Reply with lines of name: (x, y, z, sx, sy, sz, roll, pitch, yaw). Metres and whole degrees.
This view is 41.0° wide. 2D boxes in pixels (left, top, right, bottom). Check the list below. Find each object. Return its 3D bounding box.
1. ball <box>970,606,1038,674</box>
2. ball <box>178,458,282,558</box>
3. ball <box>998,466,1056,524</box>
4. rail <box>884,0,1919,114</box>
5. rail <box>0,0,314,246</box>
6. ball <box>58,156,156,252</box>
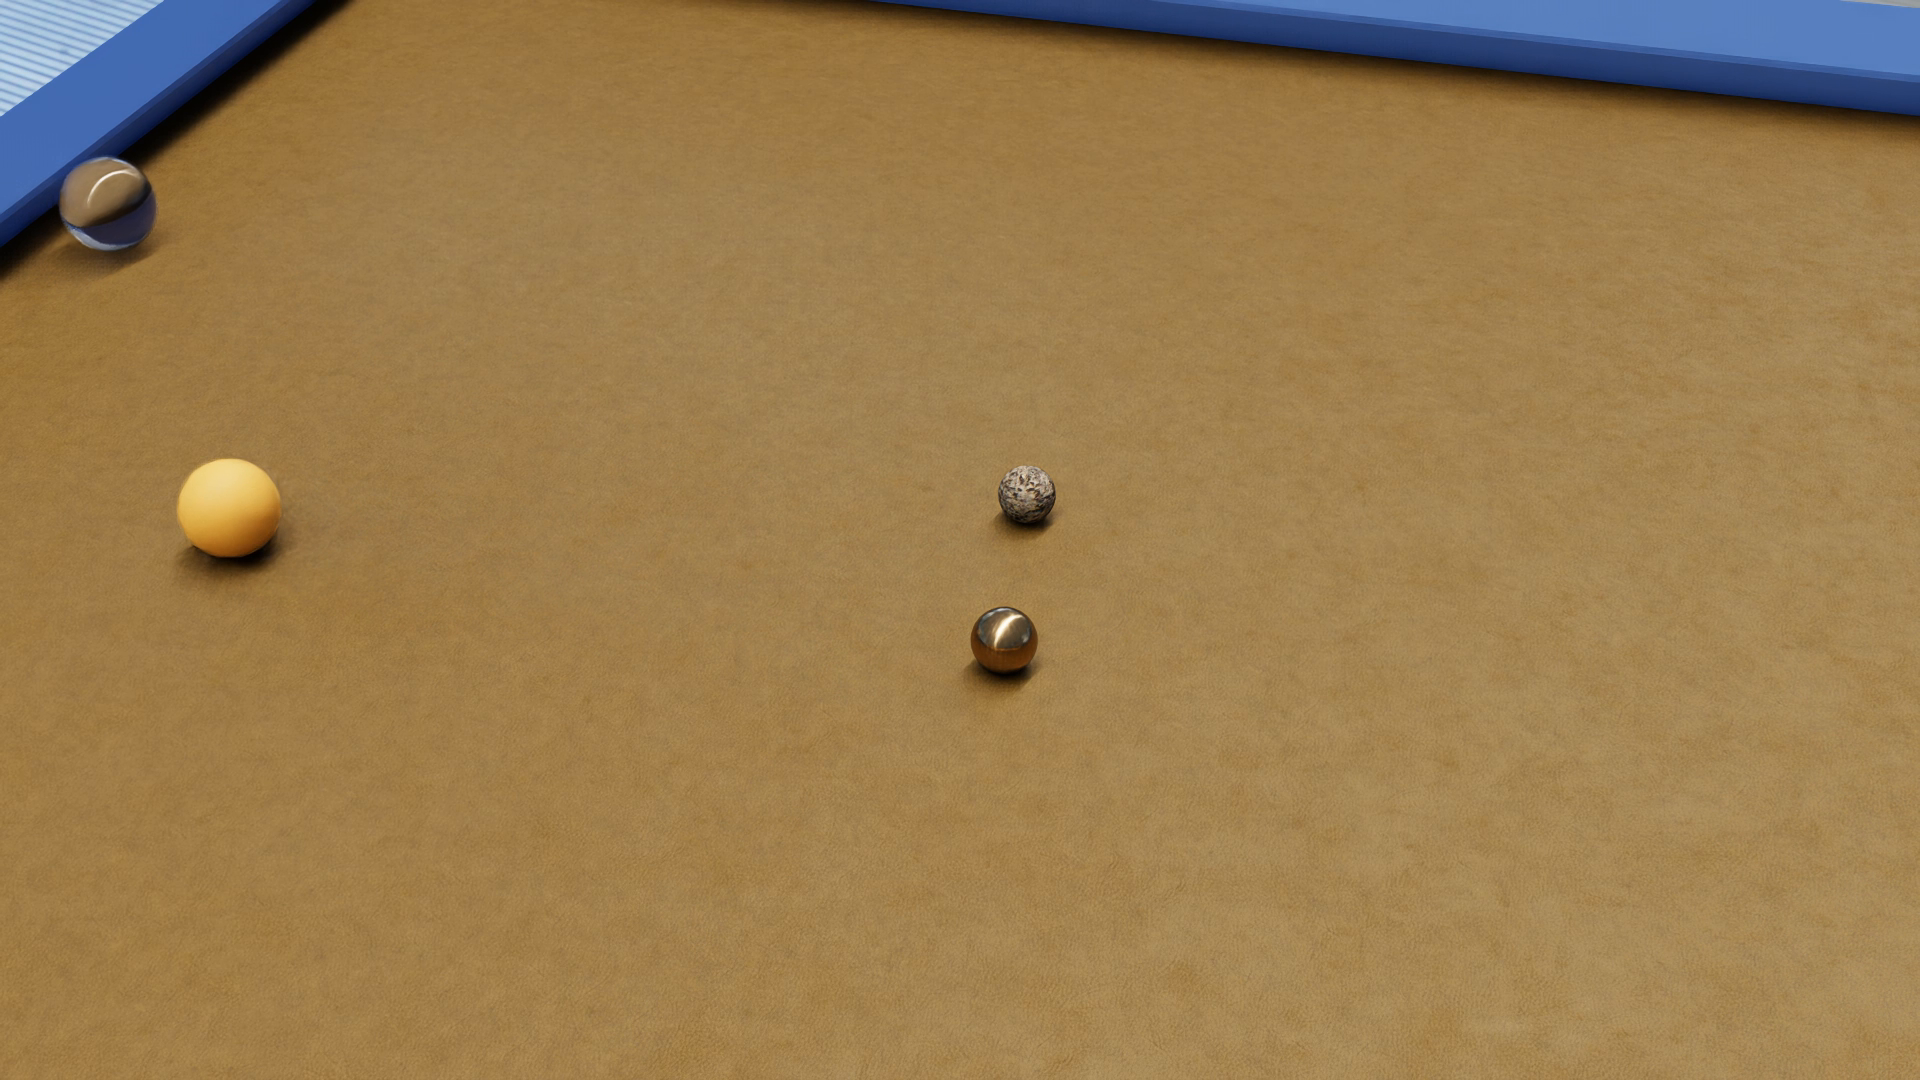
ball: (0.032, 0.073, 1.866, 0.049, 0.049, 0.049, 0, 34, 0)
ball: (-0.565, -0.024, 1.986, 0.077, 0.077, 0.077, 0, 34, 0)
ball: (0.053, -0.036, 2.031, 0.046, 0.046, 0.046, 0, 34, 0)
rail: (1.274, -0.435, 2.561, 4.098, 0.114, 0.045, 9, 35, 13)
rail: (-0.963, -0.176, 2.175, 0.045, 0.114, 2.162, 9, 35, 13)
ball: (-0.800, -0.315, 2.408, 0.088, 0.088, 0.088, 0, 34, 0)
